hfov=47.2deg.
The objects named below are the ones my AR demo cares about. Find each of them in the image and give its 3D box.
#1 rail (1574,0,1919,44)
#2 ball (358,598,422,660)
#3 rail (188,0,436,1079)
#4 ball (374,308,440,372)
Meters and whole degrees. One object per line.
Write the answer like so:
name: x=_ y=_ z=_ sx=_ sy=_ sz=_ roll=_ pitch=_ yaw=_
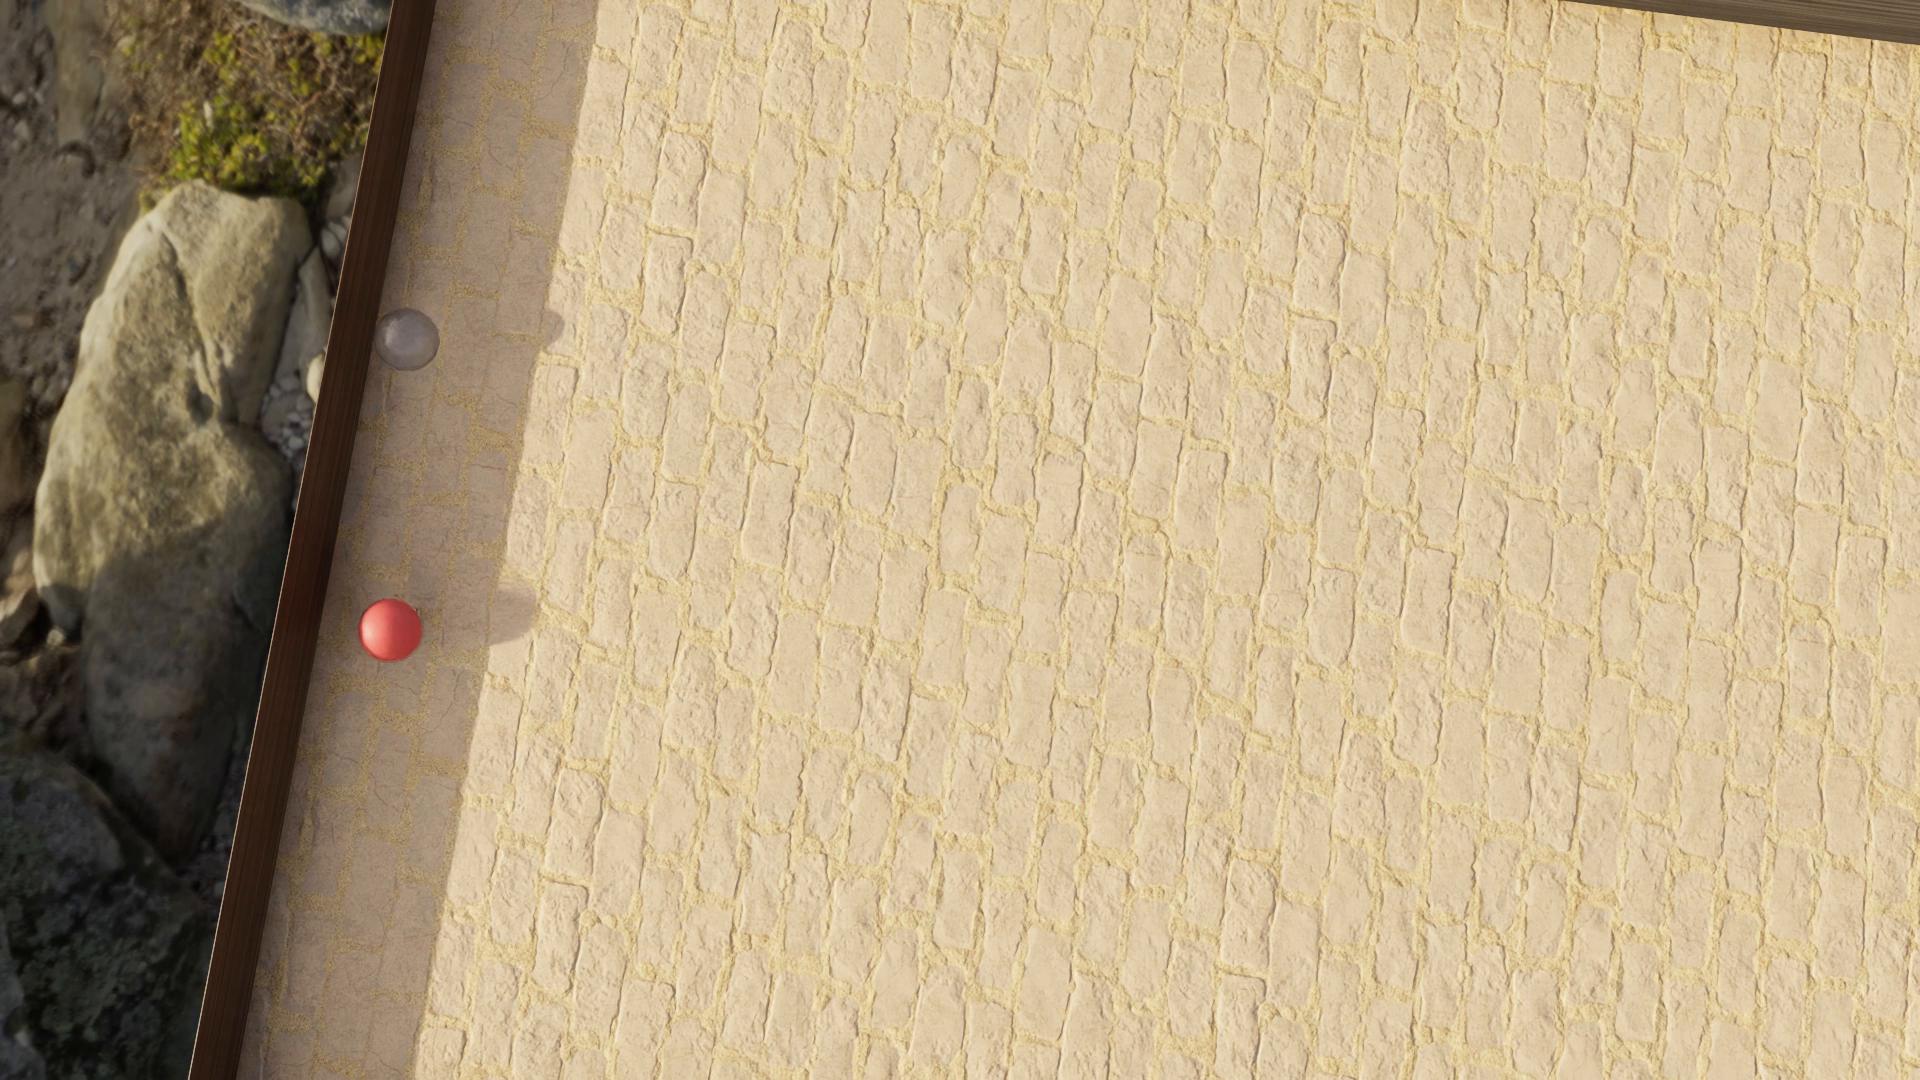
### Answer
rail: x=1.084 y=-0.839 z=3.403 sx=3.849 sy=0.125 sz=0.045 roll=8 pitch=80 yaw=1
ball: x=-0.842 y=0.132 z=3.249 sx=0.092 sy=0.092 sz=0.092 roll=0 pitch=80 yaw=0
rail: x=-0.930 y=-0.125 z=3.277 sx=0.045 sy=0.125 sz=2.017 roll=8 pitch=80 yaw=1
ball: x=-0.836 y=-0.303 z=3.324 sx=0.096 sy=0.096 sz=0.096 roll=0 pitch=80 yaw=0
